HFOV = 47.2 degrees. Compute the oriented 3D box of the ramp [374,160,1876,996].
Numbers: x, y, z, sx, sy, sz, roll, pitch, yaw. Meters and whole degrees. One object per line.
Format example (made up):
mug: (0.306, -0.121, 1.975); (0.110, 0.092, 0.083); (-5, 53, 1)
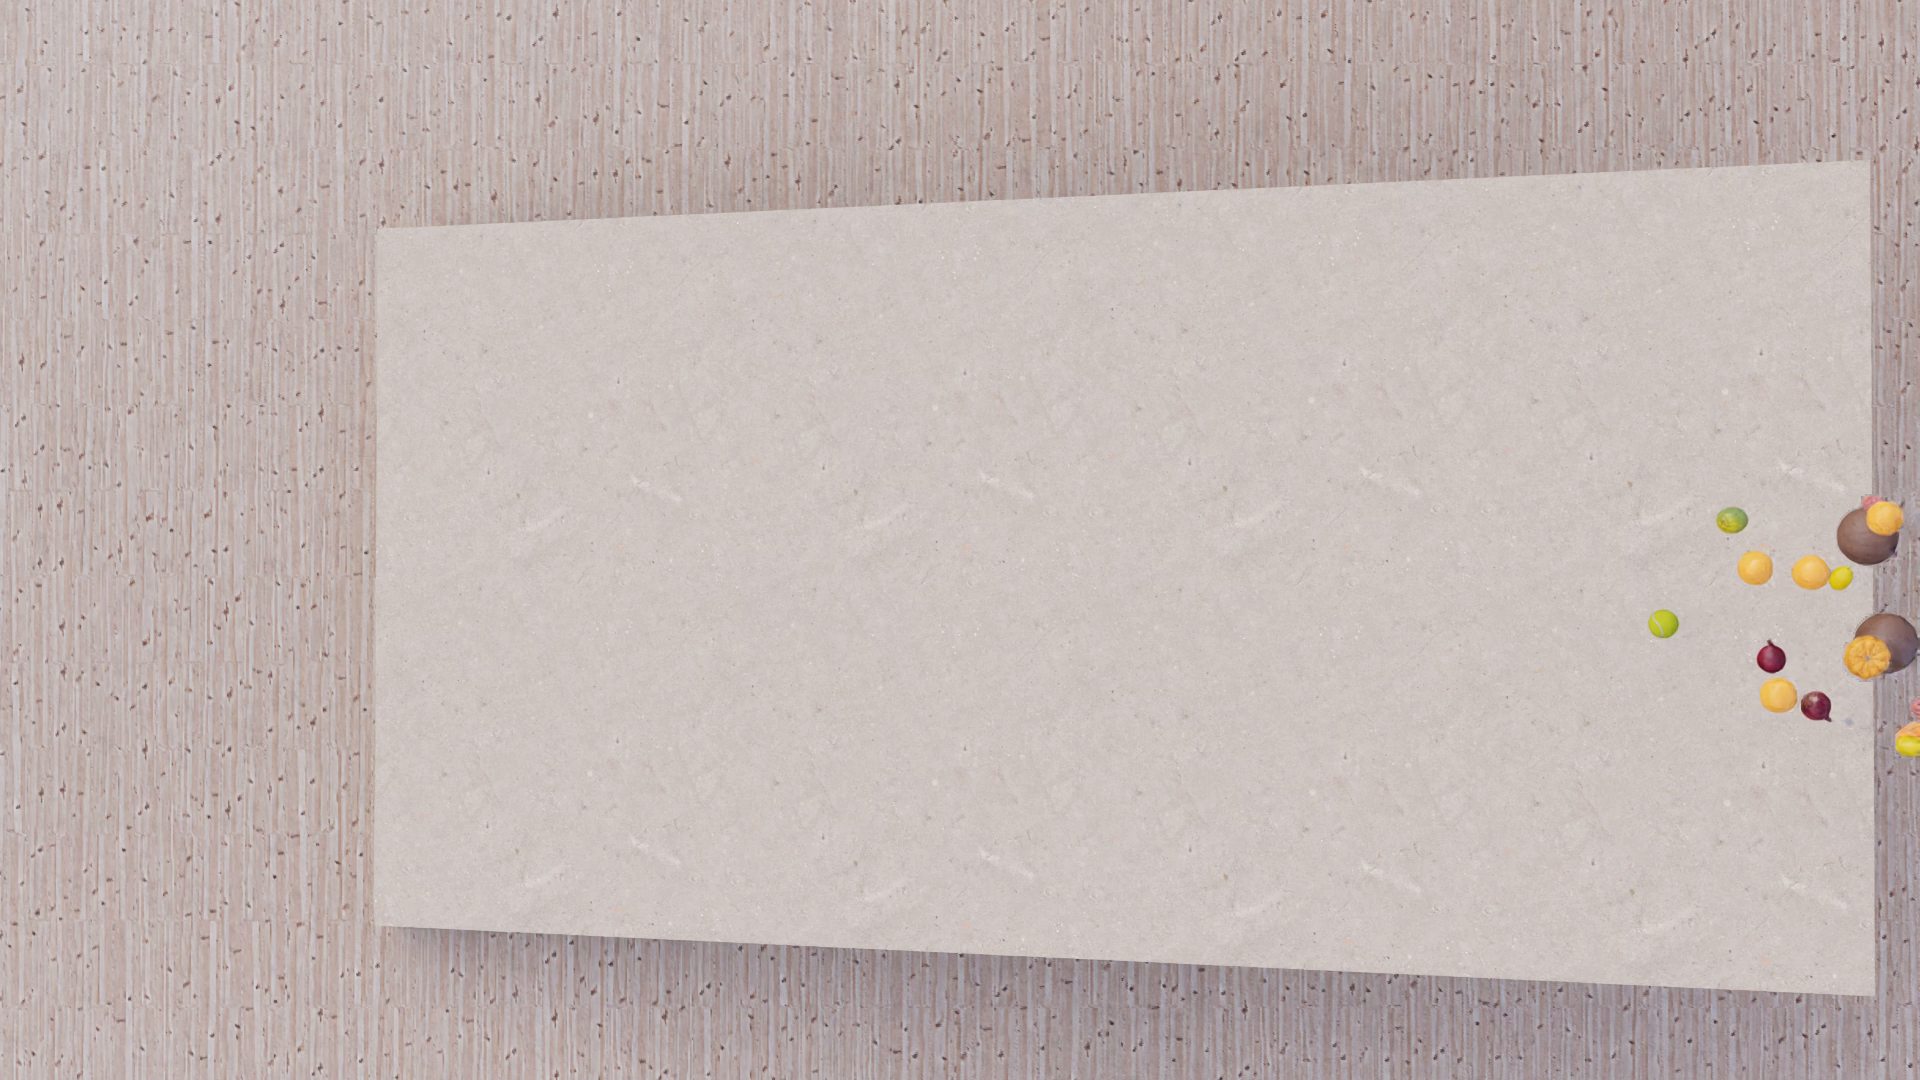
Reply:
ramp: (0.266, 0.097, 5.834); (4.000, 0.100, 2.000); (0, 89, 15)
